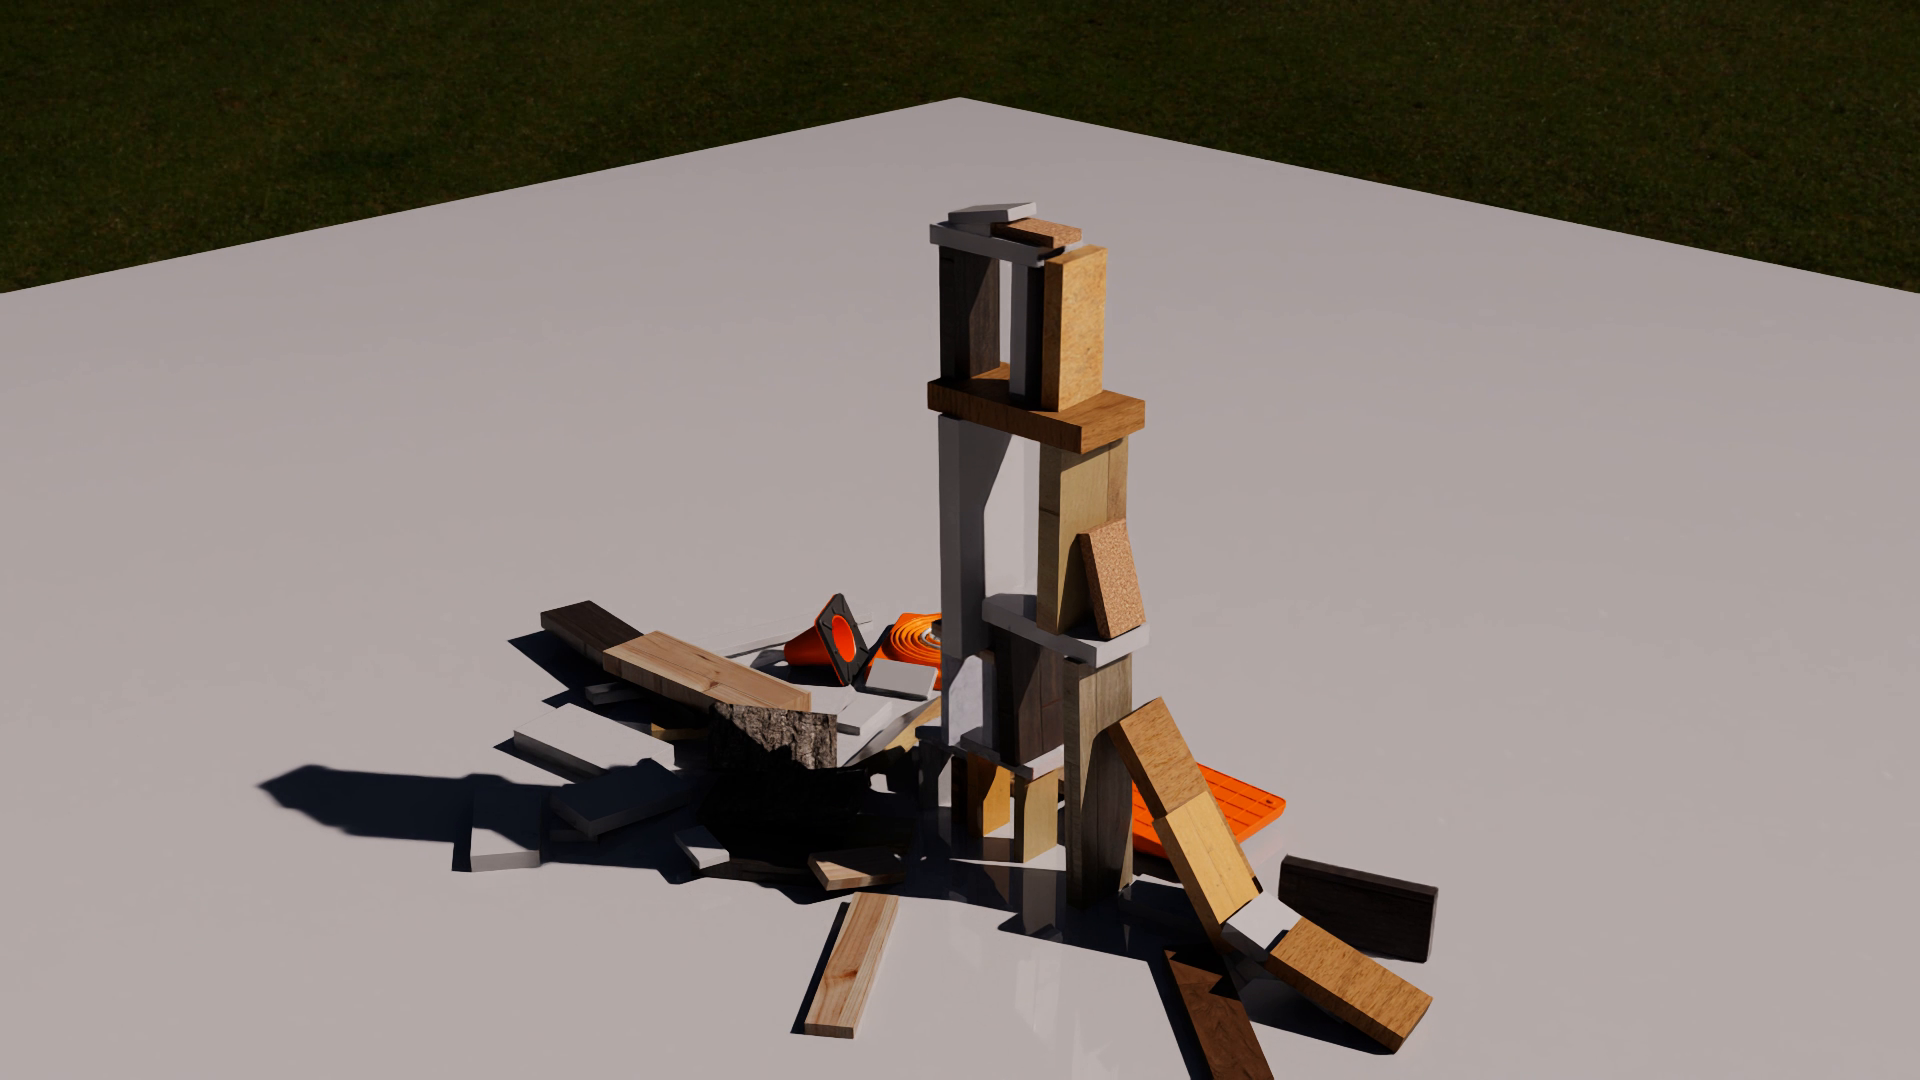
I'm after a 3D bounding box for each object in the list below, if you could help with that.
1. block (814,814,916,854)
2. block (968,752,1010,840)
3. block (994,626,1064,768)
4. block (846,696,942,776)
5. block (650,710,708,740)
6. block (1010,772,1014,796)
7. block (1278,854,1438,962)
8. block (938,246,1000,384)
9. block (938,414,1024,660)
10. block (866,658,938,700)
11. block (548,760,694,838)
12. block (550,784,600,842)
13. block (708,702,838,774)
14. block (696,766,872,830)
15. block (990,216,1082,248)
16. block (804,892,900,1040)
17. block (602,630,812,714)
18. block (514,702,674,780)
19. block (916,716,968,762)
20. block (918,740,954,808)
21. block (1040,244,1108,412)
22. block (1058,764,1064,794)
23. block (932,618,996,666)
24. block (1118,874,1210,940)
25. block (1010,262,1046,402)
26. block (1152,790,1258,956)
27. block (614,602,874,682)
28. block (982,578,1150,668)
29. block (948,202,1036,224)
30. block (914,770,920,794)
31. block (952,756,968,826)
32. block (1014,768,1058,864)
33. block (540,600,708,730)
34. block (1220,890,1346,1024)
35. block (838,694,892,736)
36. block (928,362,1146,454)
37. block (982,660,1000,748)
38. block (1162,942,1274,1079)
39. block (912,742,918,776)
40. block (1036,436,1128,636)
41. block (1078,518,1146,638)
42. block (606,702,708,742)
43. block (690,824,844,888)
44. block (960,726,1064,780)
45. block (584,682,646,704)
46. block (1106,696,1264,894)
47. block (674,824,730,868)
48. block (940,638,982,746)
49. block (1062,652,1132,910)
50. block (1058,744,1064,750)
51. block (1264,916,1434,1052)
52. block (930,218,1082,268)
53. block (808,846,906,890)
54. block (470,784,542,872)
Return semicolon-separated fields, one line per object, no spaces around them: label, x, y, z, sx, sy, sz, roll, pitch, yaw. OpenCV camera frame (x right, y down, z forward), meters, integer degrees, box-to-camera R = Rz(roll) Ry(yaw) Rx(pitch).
block;-0.189;0.580;4.360;0.187;0.027;0.094;4;23;8
block;0.057;0.489;4.364;0.027;0.191;0.095;20;30;40
block;0.136;0.274;4.187;0.144;0.287;0.041;-21;27;-40
block;-0.138;0.423;4.623;0.135;0.038;0.269;-30;5;33
block;-0.573;0.395;4.733;0.180;0.026;0.090;-3;23;-8
block;0.048;0.493;4.561;0.204;0.029;0.102;0;23;-1
block;0.721;0.670;4.008;0.282;0.131;0.037;10;18;22
block;0.018;-0.421;3.986;0.035;0.249;0.125;19;29;38
block;0.042;-0.026;4.113;0.051;0.475;0.180;18;29;39
block;-0.131;0.313;4.948;0.148;0.021;0.074;8;59;18
block;-0.682;0.520;4.435;0.130;0.037;0.261;28;29;37
block;-0.766;0.548;4.434;0.094;0.027;0.187;0;23;-1
block;-0.384;0.416;4.523;0.269;0.135;0.038;8;-20;-25
block;-0.352;0.519;4.402;0.319;0.045;0.160;-6;21;15
block;0.132;-0.535;3.816;0.146;0.021;0.073;20;30;40
block;-0.190;0.757;3.946;0.085;0.024;0.422;4;23;8
block;-0.551;0.304;4.759;0.488;0.045;0.160;18;27;38
block;-0.778;0.439;4.667;0.320;0.045;0.160;17;28;34
block;-0.012;0.398;4.417;0.148;0.021;0.074;20;30;40
block;-0.046;0.469;4.465;0.074;0.148;0.021;-11;25;-24
block;0.199;-0.370;3.840;0.038;0.266;0.133;18;29;34
block;0.241;0.475;4.562;0.102;0.029;0.204;19;21;36
block;0.040;0.187;4.254;0.093;0.026;0.185;-19;29;-37
block;0.405;0.685;4.111;0.195;0.028;0.098;14;27;29
block;0.142;-0.380;3.887;0.035;0.249;0.125;19;30;36
block;0.457;0.601;3.978;0.133;0.266;0.038;-23;-5;-46
block;-0.507;0.235;5.145;0.670;0.021;0.074;-13;25;-32
block;0.193;0.150;4.057;0.144;0.041;0.287;-21;31;-40
block;0.057;-0.575;3.874;0.146;0.021;0.073;5;20;44
block;-0.044;0.454;4.529;0.020;0.141;0.071;32;16;-18
block;0.015;0.491;4.414;0.021;0.148;0.074;19;30;38
block;0.148;0.525;4.280;0.027;0.191;0.095;21;31;41
block;-0.722;0.273;4.949;0.131;0.037;0.690;-15;26;-35
block;0.605;0.735;3.883;0.263;0.037;0.131;34;37;25
block;-0.217;0.383;4.832;0.073;0.021;0.146;11;25;24
block;0.134;-0.243;3.948;0.359;0.051;0.180;19;29;38
block;0.086;0.302;4.253;0.093;0.185;0.026;-21;30;-40
block;0.463;0.886;3.638;0.098;0.028;0.741;-3;23;-7
block;-0.058;0.436;4.642;0.020;0.071;0.141;12;26;26
block;0.220;-0.024;3.957;0.051;0.359;0.180;21;31;40
block;0.274;0.069;3.950;0.098;0.195;0.028;-22;14;-41
block;-0.624;0.397;4.792;0.284;0.026;0.090;5;24;13
block;-0.373;0.612;4.269;0.269;0.038;0.135;4;23;10
block;0.102;0.407;4.278;0.191;0.027;0.095;21;31;40
block;-0.737;0.335;4.905;0.180;0.025;0.090;-7;9;-20
block;0.426;0.518;4.048;0.133;0.453;0.038;-25;-3;-45
block;-0.499;0.592;4.246;0.061;0.017;0.122;-13;26;-27
block;0.008;0.287;4.353;0.093;0.235;0.026;-15;27;-31
block;0.258;0.435;4.089;0.144;0.505;0.041;-21;28;-40
block;0.228;0.426;4.672;0.170;0.024;0.085;-22;-1;-42
block;0.670;0.765;3.797;0.263;0.037;0.131;31;36;21
block;0.080;-0.532;3.882;0.249;0.035;0.125;19;29;38
block;-0.196;0.625;4.195;0.170;0.024;0.085;-1;30;-33
block;-0.900;0.571;4.368;0.130;0.037;0.261;-4;23;-9
